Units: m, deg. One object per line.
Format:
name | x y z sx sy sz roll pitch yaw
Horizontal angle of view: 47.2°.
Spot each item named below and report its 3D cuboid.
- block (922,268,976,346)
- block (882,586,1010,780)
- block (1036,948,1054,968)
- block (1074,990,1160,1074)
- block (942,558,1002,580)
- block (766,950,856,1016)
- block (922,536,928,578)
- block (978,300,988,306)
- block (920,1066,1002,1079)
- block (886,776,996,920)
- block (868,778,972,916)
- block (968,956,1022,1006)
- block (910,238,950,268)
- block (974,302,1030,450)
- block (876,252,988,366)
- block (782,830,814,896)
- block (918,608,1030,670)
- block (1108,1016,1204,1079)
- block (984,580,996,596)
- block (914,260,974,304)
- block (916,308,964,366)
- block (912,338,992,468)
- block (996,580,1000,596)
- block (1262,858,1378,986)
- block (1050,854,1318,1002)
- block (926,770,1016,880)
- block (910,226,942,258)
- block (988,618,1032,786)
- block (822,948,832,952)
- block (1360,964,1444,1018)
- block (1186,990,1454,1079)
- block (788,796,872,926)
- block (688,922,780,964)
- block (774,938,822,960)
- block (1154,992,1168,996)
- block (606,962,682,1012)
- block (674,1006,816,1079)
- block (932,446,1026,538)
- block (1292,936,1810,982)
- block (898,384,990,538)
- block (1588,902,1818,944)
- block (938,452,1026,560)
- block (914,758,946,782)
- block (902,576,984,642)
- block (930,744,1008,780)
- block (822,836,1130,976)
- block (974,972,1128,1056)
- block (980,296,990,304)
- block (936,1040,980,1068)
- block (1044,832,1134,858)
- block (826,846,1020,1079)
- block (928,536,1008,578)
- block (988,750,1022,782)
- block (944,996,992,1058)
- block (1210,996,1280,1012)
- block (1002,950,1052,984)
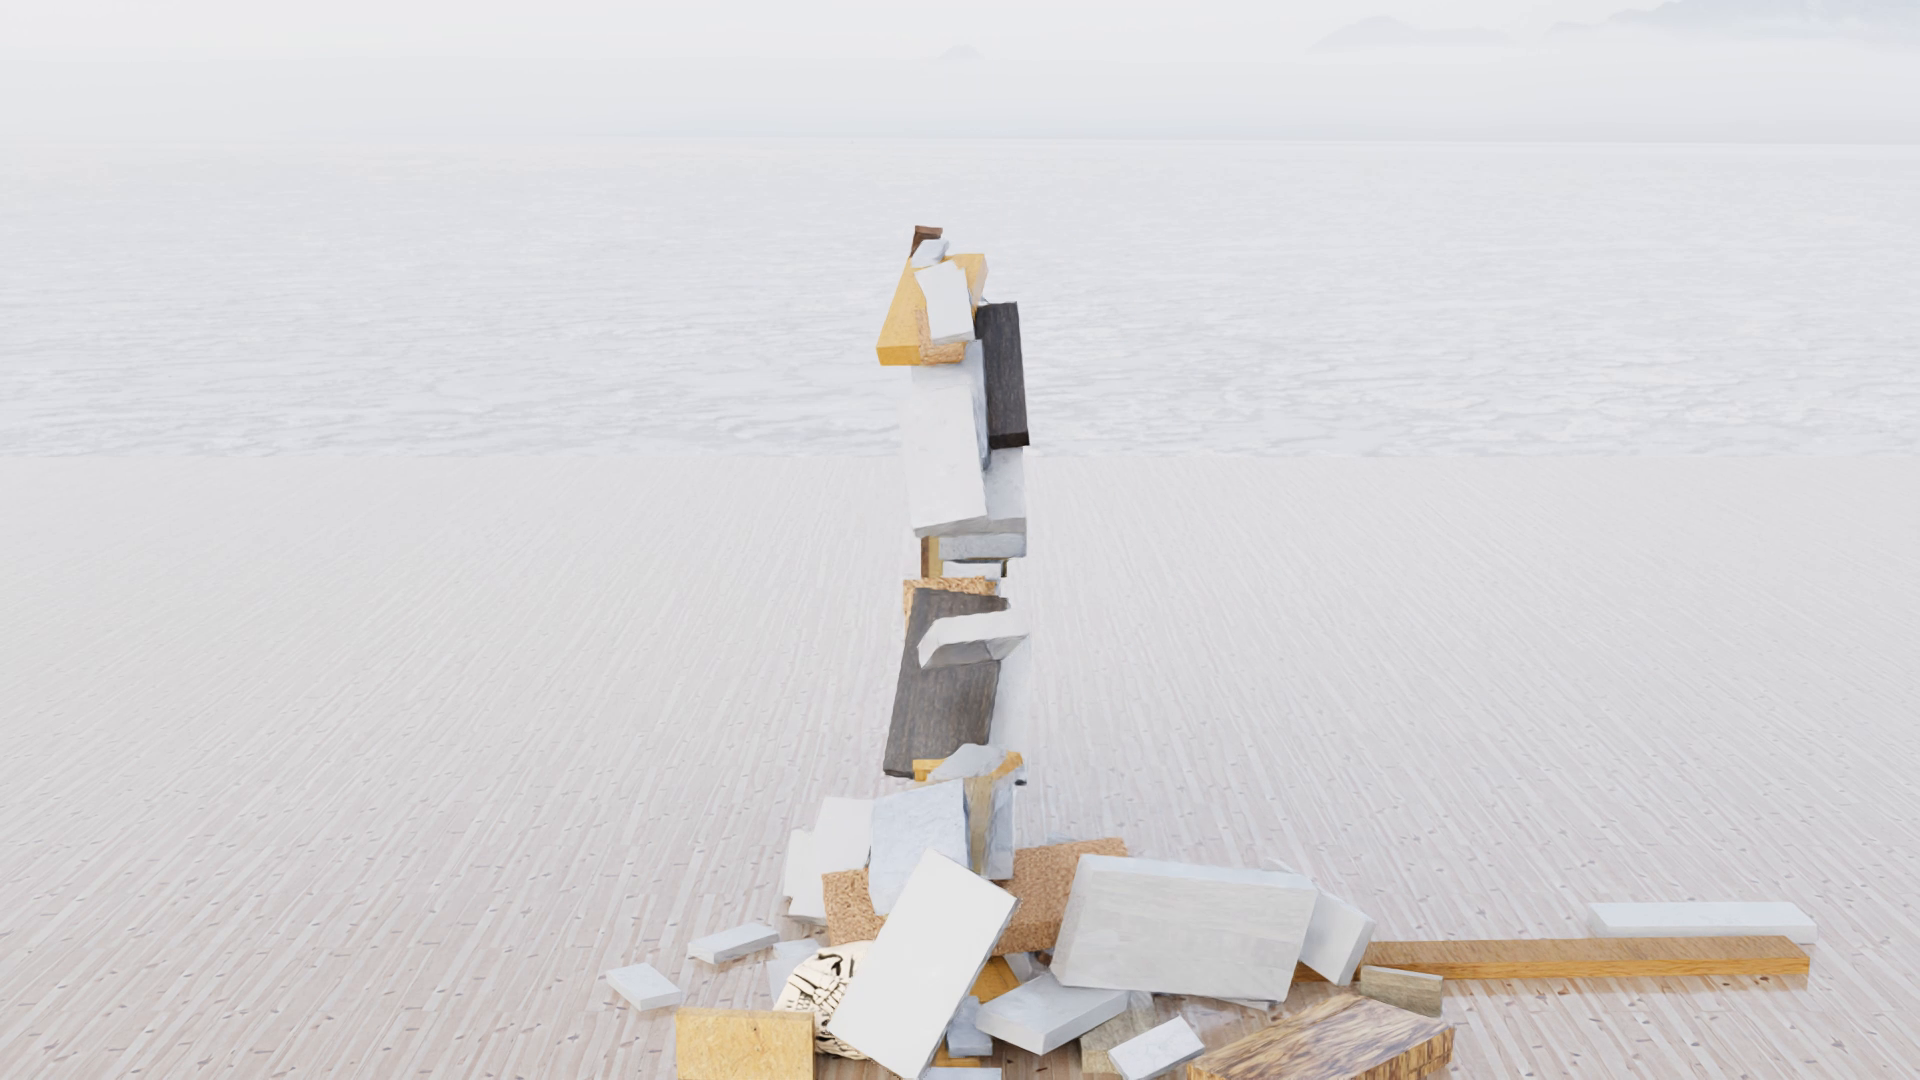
block | -0.018 -0.387 3.659 0.071 0.020 0.142 -10 53 4
block | -0.021 0.245 3.678 0.160 0.320 0.045 7 -19 10
block | 0.171 0.622 3.220 0.130 0.018 0.065 28 15 -9
block | 0.219 0.683 3.081 0.115 0.033 0.230 0 11 -2
block | 0.023 0.052 3.962 0.103 0.029 0.206 1 1 2
block | -0.170 0.638 3.198 0.211 0.030 0.105 -8 27 -10
block | 0.000 0.081 4.212 0.148 0.803 0.042 0 3 0
block | -0.003 -0.337 4.015 0.140 0.040 0.280 -4 41 -5
block | -0.011 0.747 2.734 0.115 0.033 0.364 0 11 3
block | -0.023 0.450 3.170 0.122 0.035 0.443 -5 17 6
block | -0.055 0.430 3.107 0.136 0.039 0.313 -14 16 3
block | -0.006 0.596 3.249 0.109 0.031 0.315 3 26 -24
block | -0.052 -0.504 3.858 0.049 0.014 0.097 -4 28 16
block | 0.039 -0.280 3.763 0.140 0.280 0.040 -6 -33 4
block | -0.046 -0.400 3.797 0.140 0.040 0.280 -2 39 15
block | -0.184 0.545 3.608 0.214 0.107 0.030 5 -4 26
block | 0.018 0.154 3.387 0.136 0.039 0.273 -7 -10 -8
block | 0.264 0.688 2.953 0.116 0.016 0.058 -20 46 -22
block | 0.005 0.207 3.818 0.103 0.282 0.029 3 -21 1
block | -0.029 -0.430 3.746 0.071 0.020 0.142 -19 34 -3
block | -0.034 -0.344 3.674 0.071 0.020 0.142 -11 39 3
block | -0.016 -0.222 3.687 0.122 0.245 0.035 -7 -34 8
block | 0.017 0.129 3.970 0.103 0.029 0.206 1 30 3
block | 0.520 0.571 3.297 0.030 0.105 0.211 19 7 -41
block | 0.319 0.551 3.119 0.356 0.178 0.050 8 15 -21
block | 0.012 0.434 3.374 0.141 0.040 0.352 -4 14 3
block | -0.062 -0.538 3.990 0.049 0.014 0.097 7 -22 -5
block | 0.046 0.272 3.709 0.141 0.282 0.040 1 -20 4
block | -0.168 0.631 3.264 0.130 0.018 0.065 -15 40 -18
block | 0.637 0.652 3.177 0.116 0.058 0.016 4 11 22
block | 0.486 0.699 2.943 0.355 0.050 0.178 -10 15 -44
block | -0.195 0.520 3.559 0.107 0.214 0.030 2 -34 23
block | -0.352 0.627 3.421 0.130 0.018 0.065 -10 14 -43
block | -0.236 0.641 3.346 0.065 0.018 0.130 -4 11 -20
block | 0.261 0.632 3.354 0.115 0.033 0.230 -10 14 -42
block | -0.467 0.659 3.246 0.065 0.018 0.130 -6 12 -30
block | -0.287 0.677 2.944 0.184 0.092 0.026 1 14 6
block | 0.024 -0.154 3.738 0.160 0.320 0.045 -3 -33 1
block | 0.833 0.637 3.344 0.893 0.026 0.092 0 11 -2
block | -0.027 -0.130 3.589 0.122 0.245 0.035 -11 -27 7
block | 1.176 0.608 3.492 0.329 0.030 0.105 0 11 -1
block | 0.035 -0.101 3.928 0.160 0.330 0.045 -2 44 2
block | -0.036 0.412 3.594 0.073 0.146 0.021 -1 45 1
block | -0.023 0.204 3.782 0.141 0.282 0.040 -2 -20 -1
block | 0.014 0.356 3.464 0.073 0.021 0.146 0 14 22
block | 0.034 0.536 3.237 0.457 0.050 0.178 -6 29 -7
block | 0.129 0.647 3.038 0.109 0.031 0.219 15 15 33
block | 0.027 -0.427 4.512 0.037 0.261 0.130 -32 -47 22
block | -0.003 0.702 3.021 0.059 0.017 0.117 0 11 -1
block | 0.233 0.550 3.507 0.232 0.030 0.107 15 59 20
block | -0.048 0.558 2.891 0.136 0.273 0.039 29 -4 14
block | 0.015 -0.070 4.046 0.148 0.295 0.042 0 27 1
block | 0.030 0.367 3.507 0.073 0.021 0.146 5 16 32
block | 0.005 0.669 3.029 0.058 0.017 0.117 -2 23 -10
block | 0.412 0.662 3.232 0.116 0.016 0.058 7 13 33
block | 0.101 0.595 3.271 0.109 0.031 0.219 21 17 -31
